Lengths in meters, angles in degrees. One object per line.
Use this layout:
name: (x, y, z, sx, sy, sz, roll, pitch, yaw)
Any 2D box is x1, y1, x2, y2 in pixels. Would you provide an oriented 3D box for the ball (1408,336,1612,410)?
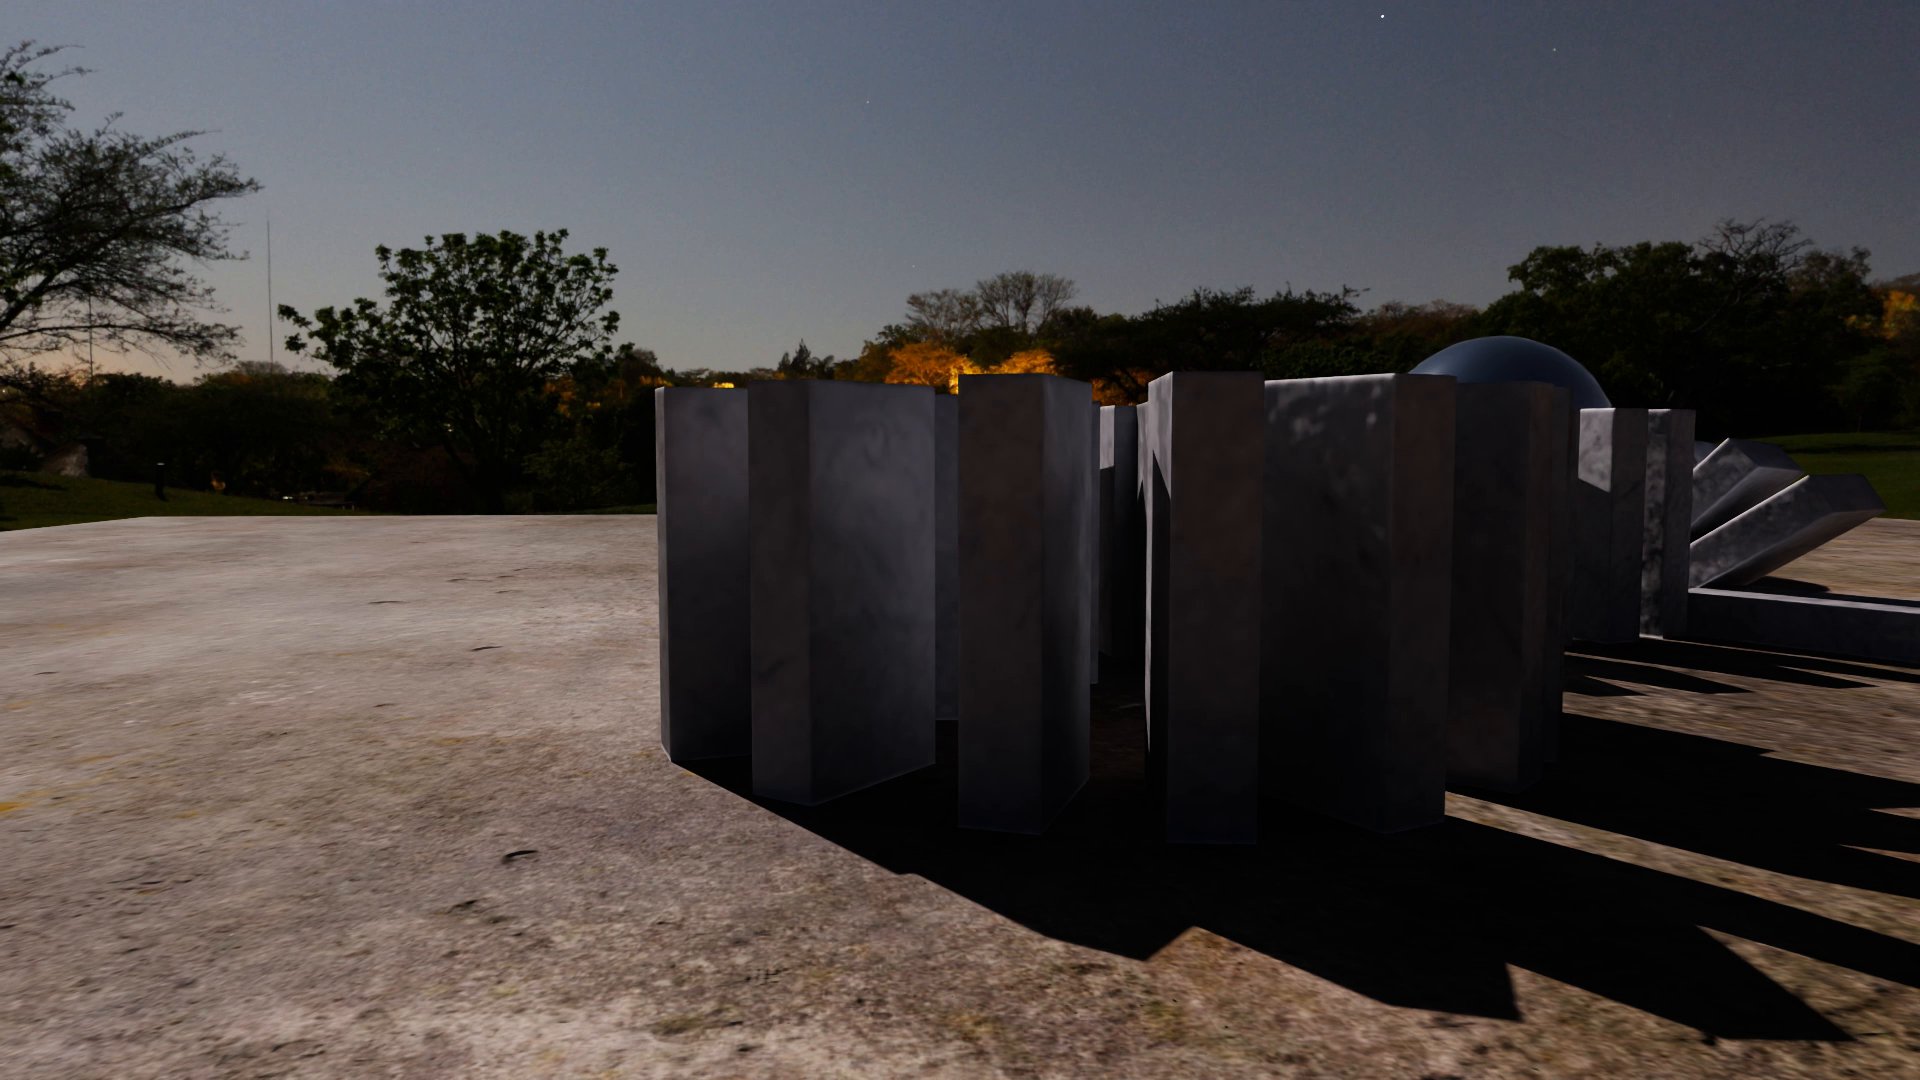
ball: (0.188, -0.031, 0.452, 0.080, 0.080, 0.080, 0, 4, 0)

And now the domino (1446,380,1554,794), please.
domino: (0.061, 0.005, 0.166, 0.025, 0.050, 0.009, 4, 6, 40)

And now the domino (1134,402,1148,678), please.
domino: (0.039, 0.000, 0.240, 0.010, 0.050, 0.025, 0, 4, 3)

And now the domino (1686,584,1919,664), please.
domino: (0.184, 0.017, 0.275, 0.025, 0.009, 0.050, -3, 5, -32)

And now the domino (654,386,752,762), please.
domino: (-0.029, 0.004, 0.179, 0.025, 0.050, 0.009, -2, 5, -20)

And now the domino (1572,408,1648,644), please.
domino: (0.137, -0.004, 0.284, 0.009, 0.050, 0.025, -2, 5, -22)

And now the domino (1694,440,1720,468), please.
domino: (0.170, -0.004, 0.324, 0.025, 0.050, 0.009, 2, 46, -37)

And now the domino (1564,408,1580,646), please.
domino: (0.122, -0.003, 0.280, 0.009, 0.050, 0.025, -1, 4, -13)

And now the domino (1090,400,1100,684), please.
domino: (0.015, 0.000, 0.236, 0.009, 0.050, 0.025, -2, 5, -25)

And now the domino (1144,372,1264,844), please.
domino: (0.027, 0.007, 0.147, 0.009, 0.050, 0.025, 0, 4, 3)

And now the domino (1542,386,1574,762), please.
domino: (0.071, 0.004, 0.180, 0.025, 0.050, 0.010, 2, 5, 28)

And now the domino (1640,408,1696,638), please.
domino: (0.151, -0.004, 0.291, 0.010, 0.050, 0.025, -3, 5, -32)

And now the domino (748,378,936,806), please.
domino: (-0.014, 0.005, 0.162, 0.009, 0.050, 0.025, 3, 5, 34)

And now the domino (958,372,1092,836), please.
domino: (0.008, 0.006, 0.151, 0.010, 0.050, 0.025, 1, 5, 18)

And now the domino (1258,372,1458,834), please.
domino: (0.044, 0.006, 0.151, 0.009, 0.050, 0.025, -2, 5, -29)

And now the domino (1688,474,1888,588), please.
domino: (0.182, 0.002, 0.297, 0.025, 0.010, 0.050, -3, -29, -32)

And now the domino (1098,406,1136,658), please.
domino: (0.033, -0.002, 0.266, 0.010, 0.050, 0.025, -1, 4, -9)

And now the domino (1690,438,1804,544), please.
domino: (0.177, -0.003, 0.313, 0.025, 0.050, 0.010, 1, 47, -36)

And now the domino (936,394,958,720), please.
domino: (0.000, 0.002, 0.201, 0.025, 0.050, 0.010, 0, 4, 0)
